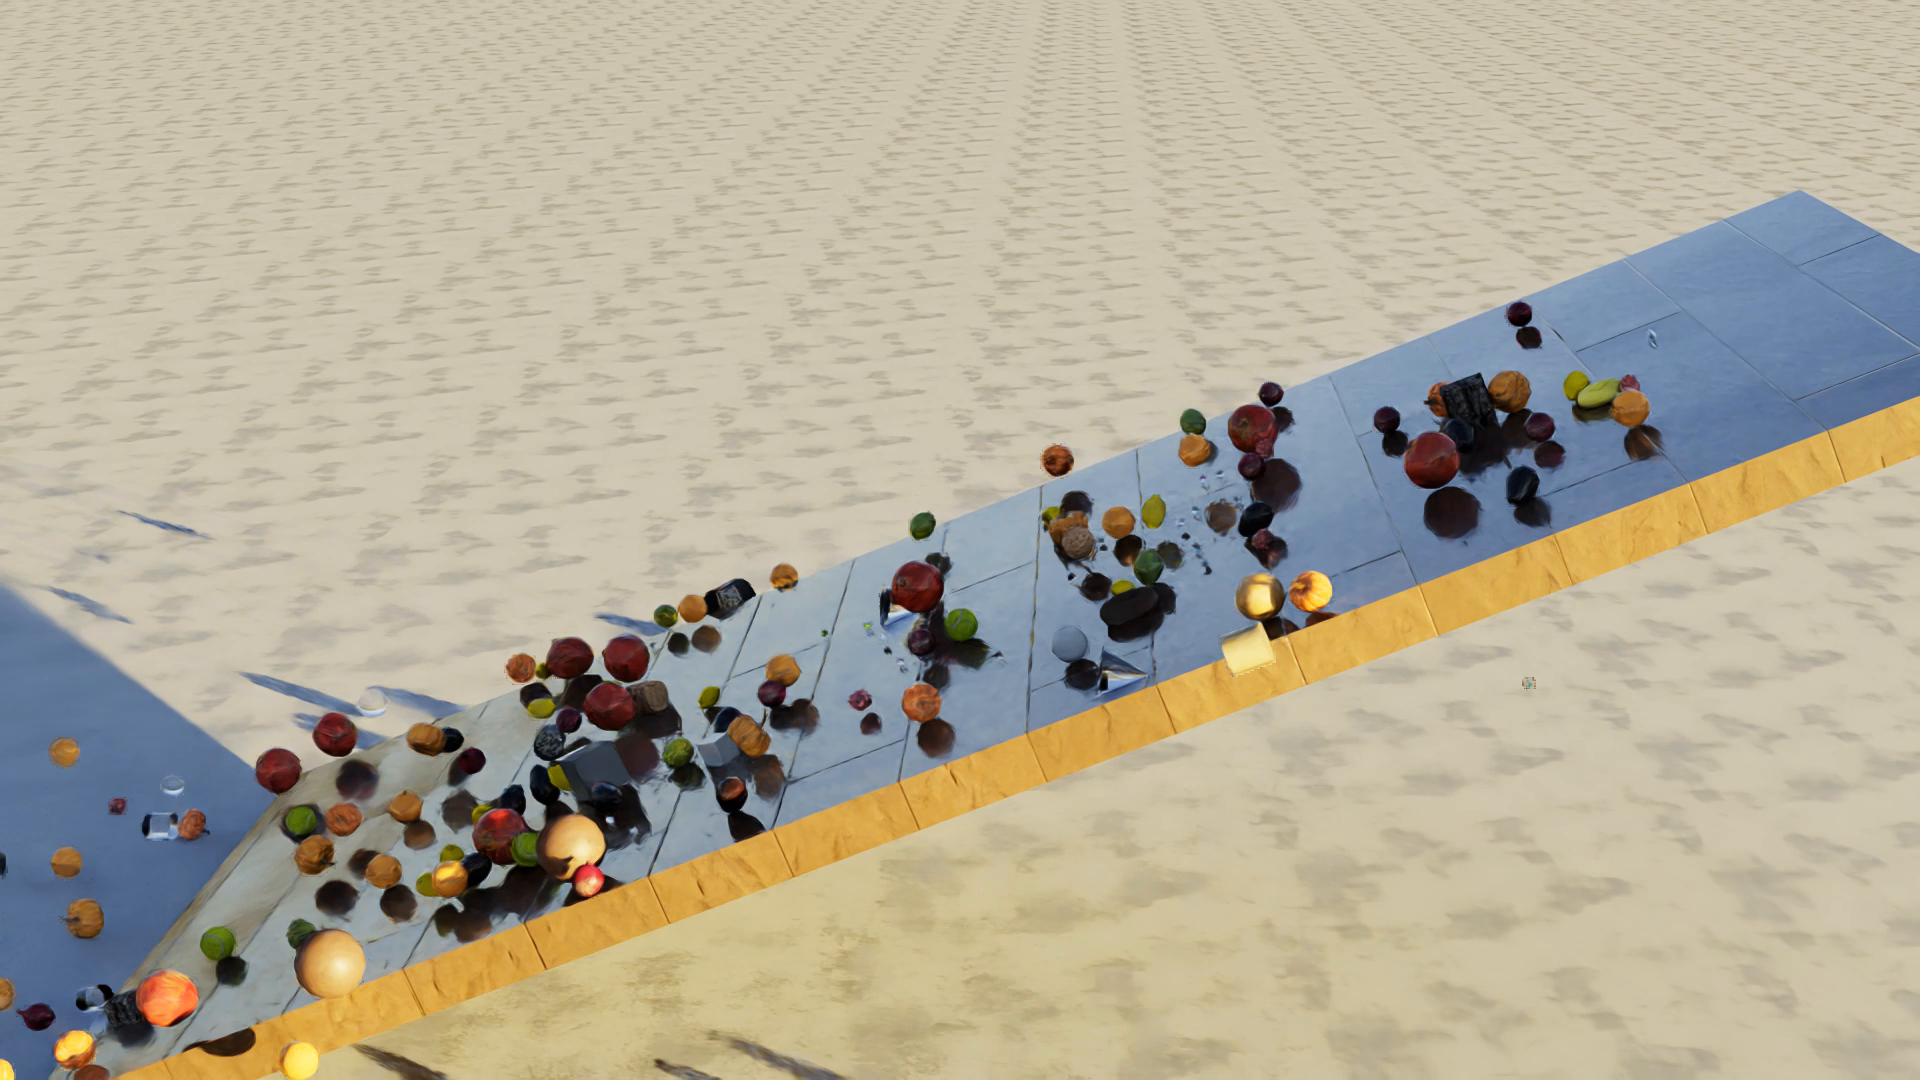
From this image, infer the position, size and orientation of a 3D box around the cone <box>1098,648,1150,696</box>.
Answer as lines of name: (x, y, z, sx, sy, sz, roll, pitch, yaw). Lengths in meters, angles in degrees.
cone: (0.300, 0.242, 5.340, 0.089, 0.089, 0.089, 4, 14, 0)

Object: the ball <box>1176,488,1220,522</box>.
ball: (0.515, -0.063, 6.343, 0.100, 0.100, 0.100, 0, 14, 0)

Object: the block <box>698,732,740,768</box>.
block: (-0.490, 0.424, 5.958, 0.052, 0.052, 0.052, -12, 16, 42)

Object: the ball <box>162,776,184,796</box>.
ball: (-2.043, 0.638, 7.636, 0.055, 0.055, 0.055, 0, 14, 0)

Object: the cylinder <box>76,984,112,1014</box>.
cylinder: (-1.777, 0.941, 6.037, 0.054, 0.054, 0.054, -23, -3, 39)

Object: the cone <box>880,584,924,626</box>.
cone: (-0.123, 0.147, 6.509, 0.095, 0.095, 0.095, 3, 13, -10)

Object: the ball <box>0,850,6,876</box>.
ball: (-2.324, 0.773, 7.035, 0.084, 0.084, 0.084, 0, 14, 0)

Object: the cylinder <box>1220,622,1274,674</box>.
cylinder: (0.505, 0.190, 5.172, 0.072, 0.072, 0.072, -21, 10, 14)

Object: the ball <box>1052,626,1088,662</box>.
ball: (0.209, 0.199, 5.617, 0.070, 0.070, 0.070, 0, 14, 0)

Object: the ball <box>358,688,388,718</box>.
ball: (-1.655, 0.460, 8.288, 0.085, 0.085, 0.085, 0, 14, 0)

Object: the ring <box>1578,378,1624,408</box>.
ring: (1.282, -0.294, 5.885, 0.098, 0.033, 0.098, -23, 11, 5)

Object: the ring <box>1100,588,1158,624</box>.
ring: (0.331, 0.129, 5.770, 0.120, 0.040, 0.120, -22, 11, 4)

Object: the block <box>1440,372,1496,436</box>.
block: (1.056, -0.282, 6.110, 0.089, 0.089, 0.089, -20, 12, 13)

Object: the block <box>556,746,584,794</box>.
block: (-0.801, 0.486, 6.207, 0.072, 0.072, 0.072, -26, 12, -13)

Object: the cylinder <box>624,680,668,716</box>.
cylinder: (-0.704, 0.354, 6.601, 0.071, 0.071, 0.071, -13, 3, 39)

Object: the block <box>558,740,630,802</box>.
block: (-0.757, 0.478, 6.090, 0.094, 0.094, 0.094, -29, 8, -25)

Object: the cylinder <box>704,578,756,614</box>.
cylinder: (-0.583, 0.156, 7.452, 0.094, 0.094, 0.094, 11, 24, 36)

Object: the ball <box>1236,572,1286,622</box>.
ball: (0.548, 0.104, 5.366, 0.091, 0.091, 0.091, 0, 14, 0)

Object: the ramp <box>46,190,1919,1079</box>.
ramp: (0.125, 0.173, 6.289, 4.000, 0.100, 2.000, -21, 12, 7)

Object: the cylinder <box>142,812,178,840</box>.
cylinder: (-1.987, 0.712, 7.314, 0.066, 0.066, 0.066, 1, 14, 10)

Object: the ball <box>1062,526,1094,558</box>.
ball: (0.253, 0.006, 6.281, 0.069, 0.069, 0.069, 0, 14, 0)

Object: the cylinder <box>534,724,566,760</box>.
cylinder: (-0.915, 0.452, 6.557, 0.065, 0.065, 0.065, 0, 11, -2)

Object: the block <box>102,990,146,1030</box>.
block: (-1.671, 0.939, 5.880, 0.053, 0.053, 0.053, -21, 12, 8)
